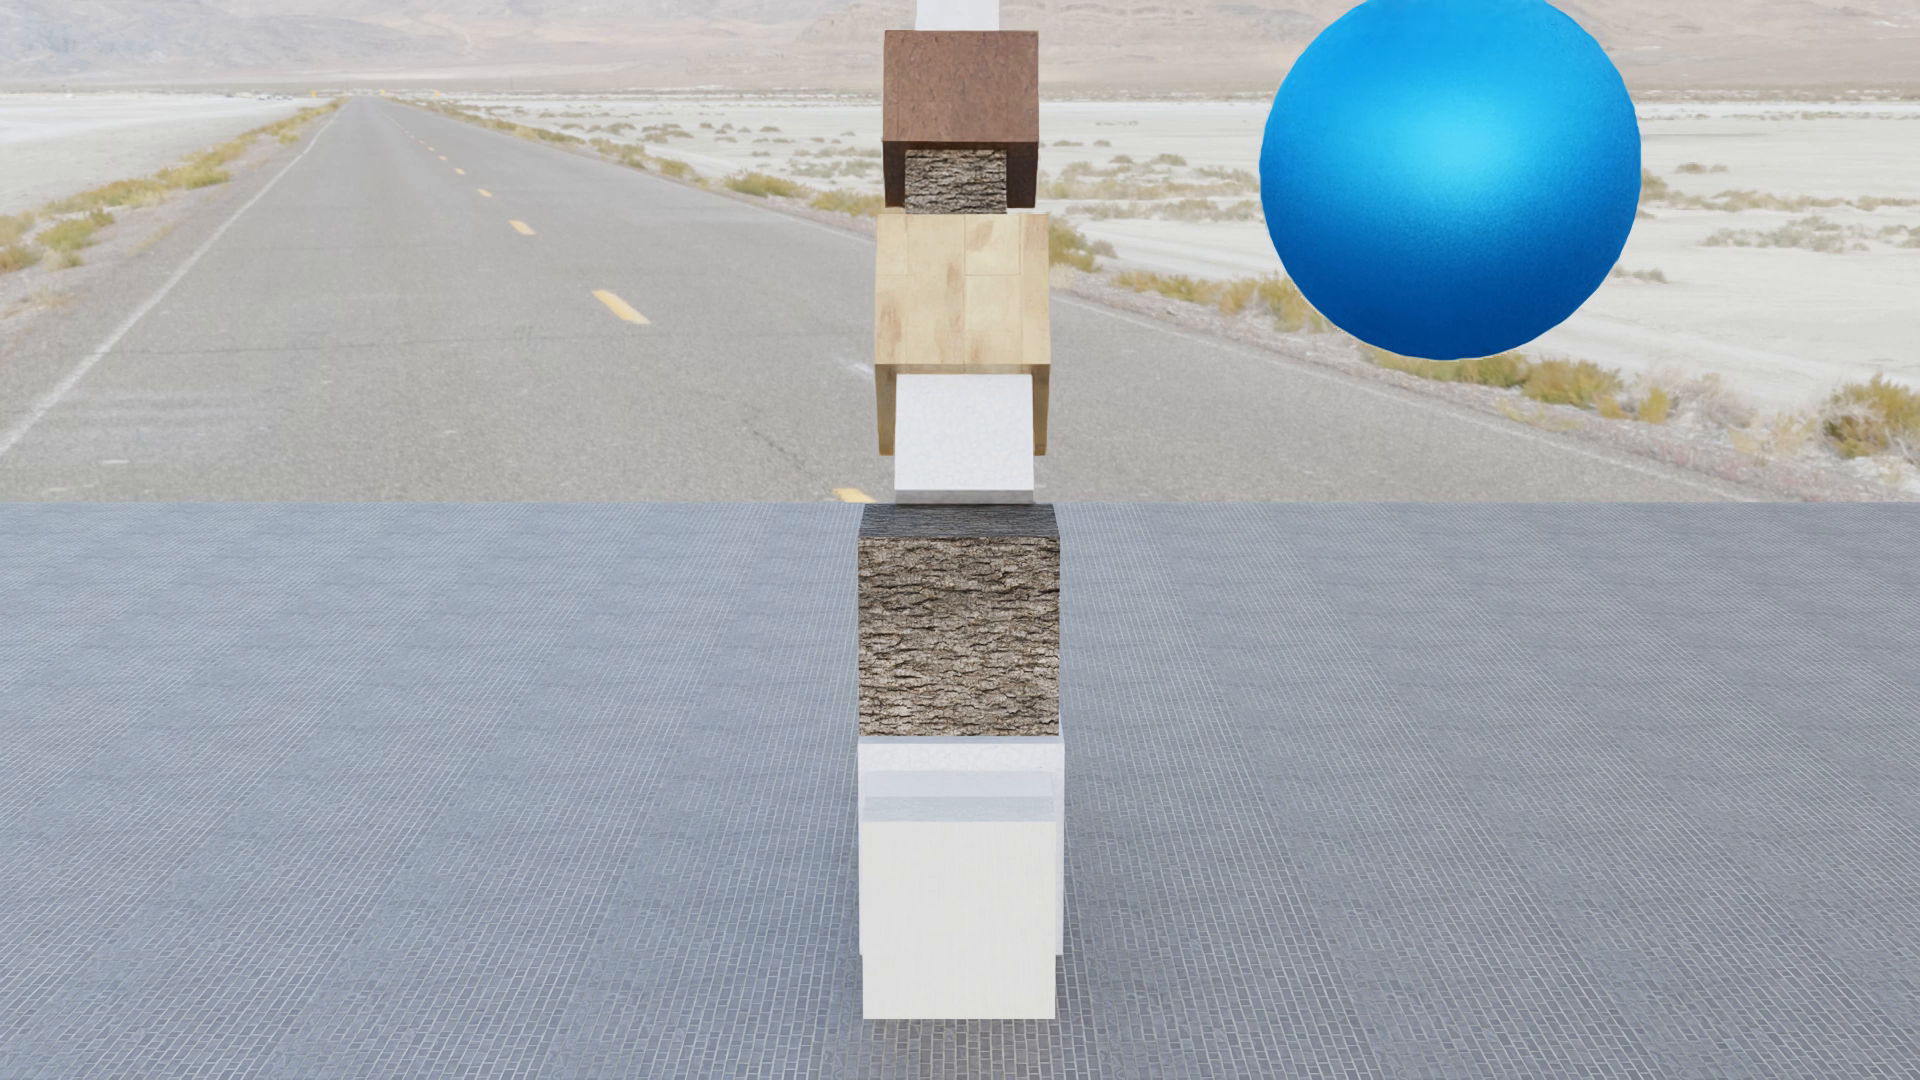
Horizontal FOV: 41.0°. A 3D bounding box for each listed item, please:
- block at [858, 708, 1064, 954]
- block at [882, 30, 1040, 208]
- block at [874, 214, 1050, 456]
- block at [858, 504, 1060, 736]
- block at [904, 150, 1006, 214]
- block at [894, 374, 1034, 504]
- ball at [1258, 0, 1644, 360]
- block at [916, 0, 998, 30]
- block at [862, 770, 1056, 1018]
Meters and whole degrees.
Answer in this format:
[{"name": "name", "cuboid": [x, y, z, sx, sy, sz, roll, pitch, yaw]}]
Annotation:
[{"name": "block", "cuboid": [0.005, 1.170, 10.678, 0.822, 0.878, 0.811, 0, 10, 0]}, {"name": "block", "cuboid": [0.004, -1.976, 12.083, 0.716, 0.590, 0.621, 0, -22, 0]}, {"name": "block", "cuboid": [0.011, -0.922, 11.628, 0.762, 0.805, 0.750, 0, -30, 0]}, {"name": "block", "cuboid": [-0.004, 0.317, 10.644, 0.803, 0.813, 0.806, 0, 10, 0]}, {"name": "block", "cuboid": [-0.019, -1.506, 11.902, 0.461, 0.414, 0.467, 0, -22, 0]}, {"name": "block", "cuboid": [0.019, -0.317, 11.273, 0.588, 0.590, 0.582, 0, -31, 0]}, {"name": "ball", "cuboid": [2.074, -1.565, 10.896, 1.600, 1.600, 1.600, 0, 10, 0]}, {"name": "block", "cuboid": [-0.013, -2.462, 12.265, 0.385, 0.443, 0.454, 1, -22, 0]}, {"name": "block", "cuboid": [-0.004, 1.360, 9.932, 0.722, 0.769, 0.705, 0, 10, 0]}]
